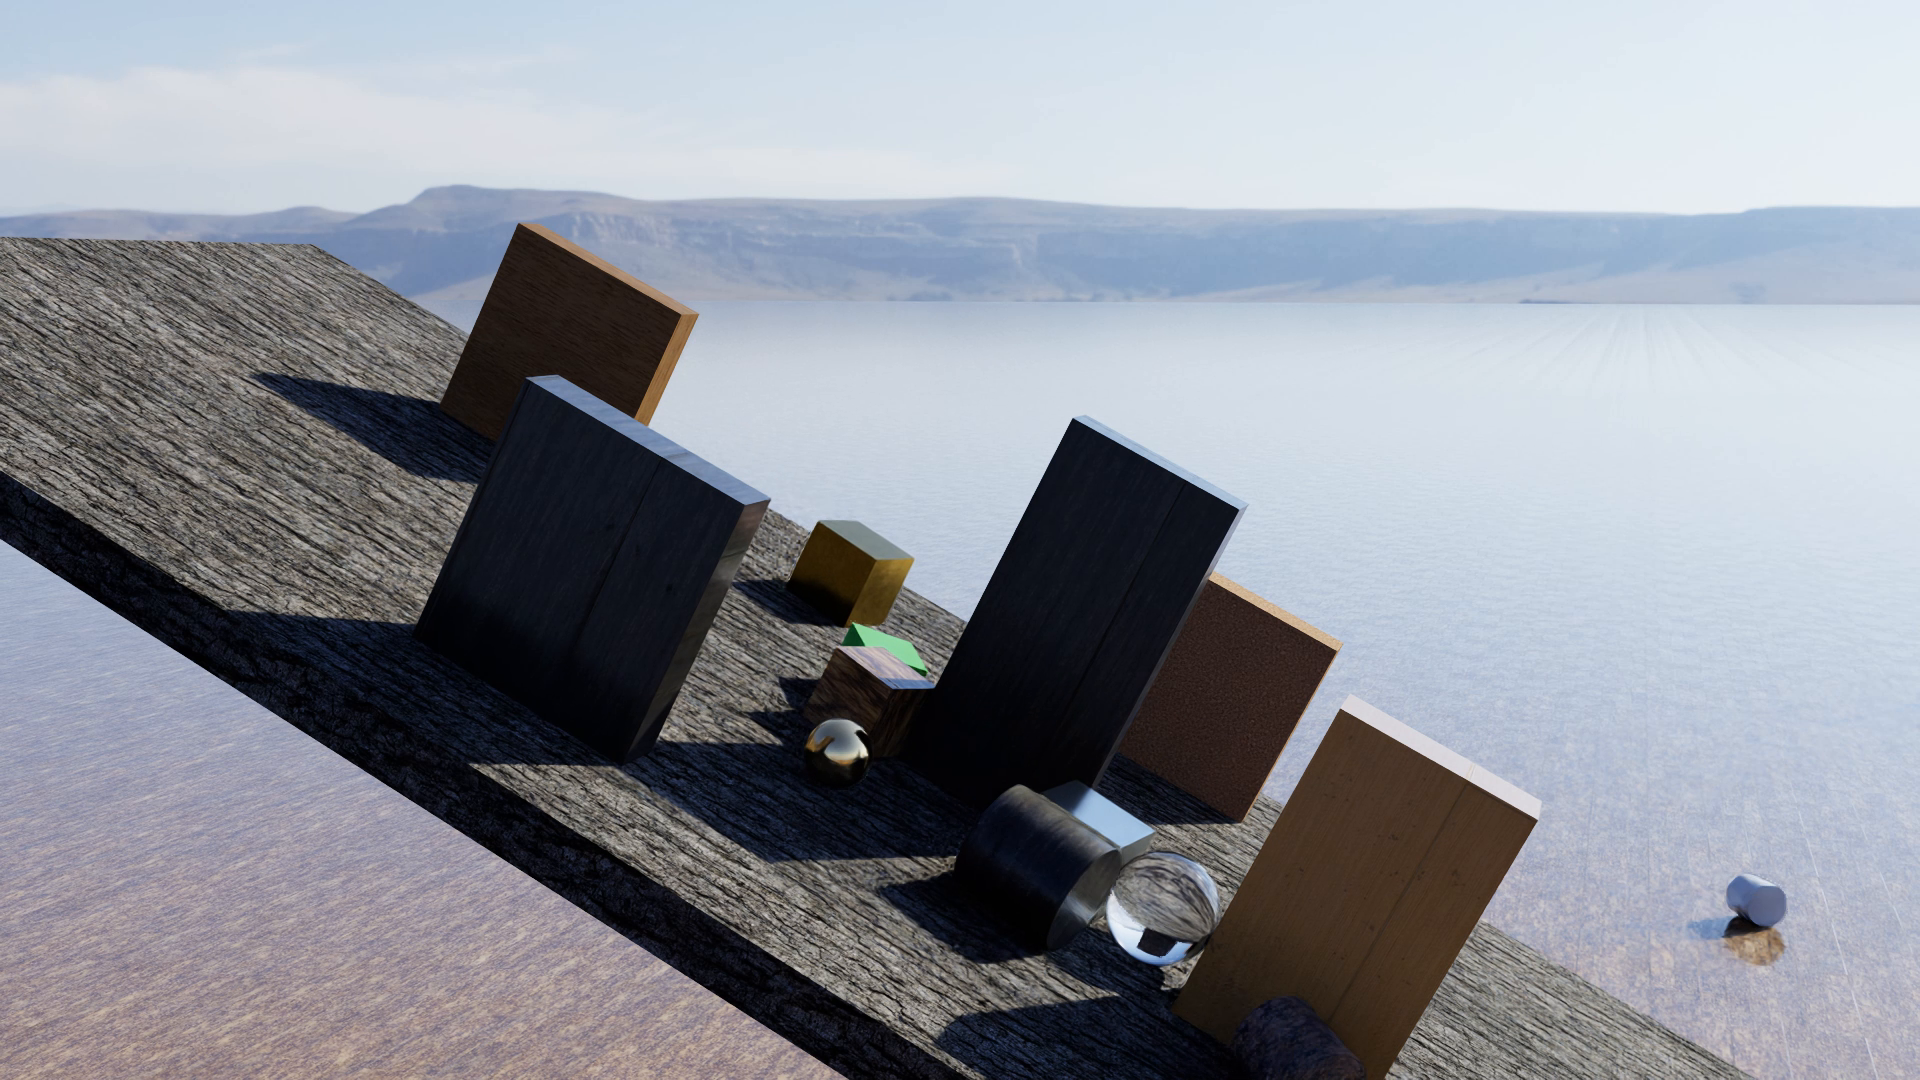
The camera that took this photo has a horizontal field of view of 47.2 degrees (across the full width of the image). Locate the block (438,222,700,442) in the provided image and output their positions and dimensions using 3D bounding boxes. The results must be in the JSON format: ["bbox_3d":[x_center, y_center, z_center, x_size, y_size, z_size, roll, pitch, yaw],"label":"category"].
[{"bbox_3d":[-0.837,-0.380,4.691,0.418,0.444,0.091,30,14,12],"label":"block"}]

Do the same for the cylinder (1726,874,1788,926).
[{"bbox_3d":[2.282,1.032,6.303,0.122,0.122,0.122,-1,7,-10],"label":"cylinder"}]

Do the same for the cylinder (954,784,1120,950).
[{"bbox_3d":[0.128,0.540,3.633,0.196,0.196,0.196,33,22,24],"label":"cylinder"}]

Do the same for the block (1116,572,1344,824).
[{"bbox_3d":[0.537,0.315,4.711,0.397,0.429,0.105,30,14,12],"label":"block"}]

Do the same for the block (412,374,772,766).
[{"bbox_3d":[-0.594,0.046,3.524,0.417,0.475,0.108,30,14,12],"label":"block"}]

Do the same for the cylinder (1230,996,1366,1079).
[{"bbox_3d":[0.527,0.820,3.435,0.153,0.153,0.153,-4,28,-28],"label":"cylinder"}]

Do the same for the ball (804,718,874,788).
[{"bbox_3d":[-0.210,0.368,3.799,0.120,0.120,0.120,0,7,0],"label":"ball"}]

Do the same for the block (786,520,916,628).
[{"bbox_3d":[-0.236,0.072,4.730,0.167,0.167,0.167,33,15,24],"label":"block"}]

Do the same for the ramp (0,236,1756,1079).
[{"bbox_3d":[-0.232,0.387,4.153,4.000,0.100,2.000,30,14,12],"label":"ramp"}]

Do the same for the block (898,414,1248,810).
[{"bbox_3d":[0.202,0.171,4.010,0.339,0.720,0.096,30,14,12],"label":"block"}]

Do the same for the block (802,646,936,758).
[{"bbox_3d":[-0.166,0.299,4.073,0.148,0.148,0.148,35,16,30],"label":"block"}]

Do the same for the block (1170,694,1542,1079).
[{"bbox_3d":[0.636,0.594,3.555,0.345,0.584,0.127,30,14,12],"label":"block"}]

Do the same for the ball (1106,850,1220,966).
[{"bbox_3d":[0.344,0.624,3.727,0.194,0.194,0.194,0,7,0],"label":"ball"}]

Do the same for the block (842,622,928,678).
[{"bbox_3d":[-0.163,0.262,4.248,0.131,0.131,0.131,21,15,-23],"label":"block"}]

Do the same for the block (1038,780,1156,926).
[{"bbox_3d":[0.202,0.543,3.810,0.171,0.171,0.171,32,15,20],"label":"block"}]
